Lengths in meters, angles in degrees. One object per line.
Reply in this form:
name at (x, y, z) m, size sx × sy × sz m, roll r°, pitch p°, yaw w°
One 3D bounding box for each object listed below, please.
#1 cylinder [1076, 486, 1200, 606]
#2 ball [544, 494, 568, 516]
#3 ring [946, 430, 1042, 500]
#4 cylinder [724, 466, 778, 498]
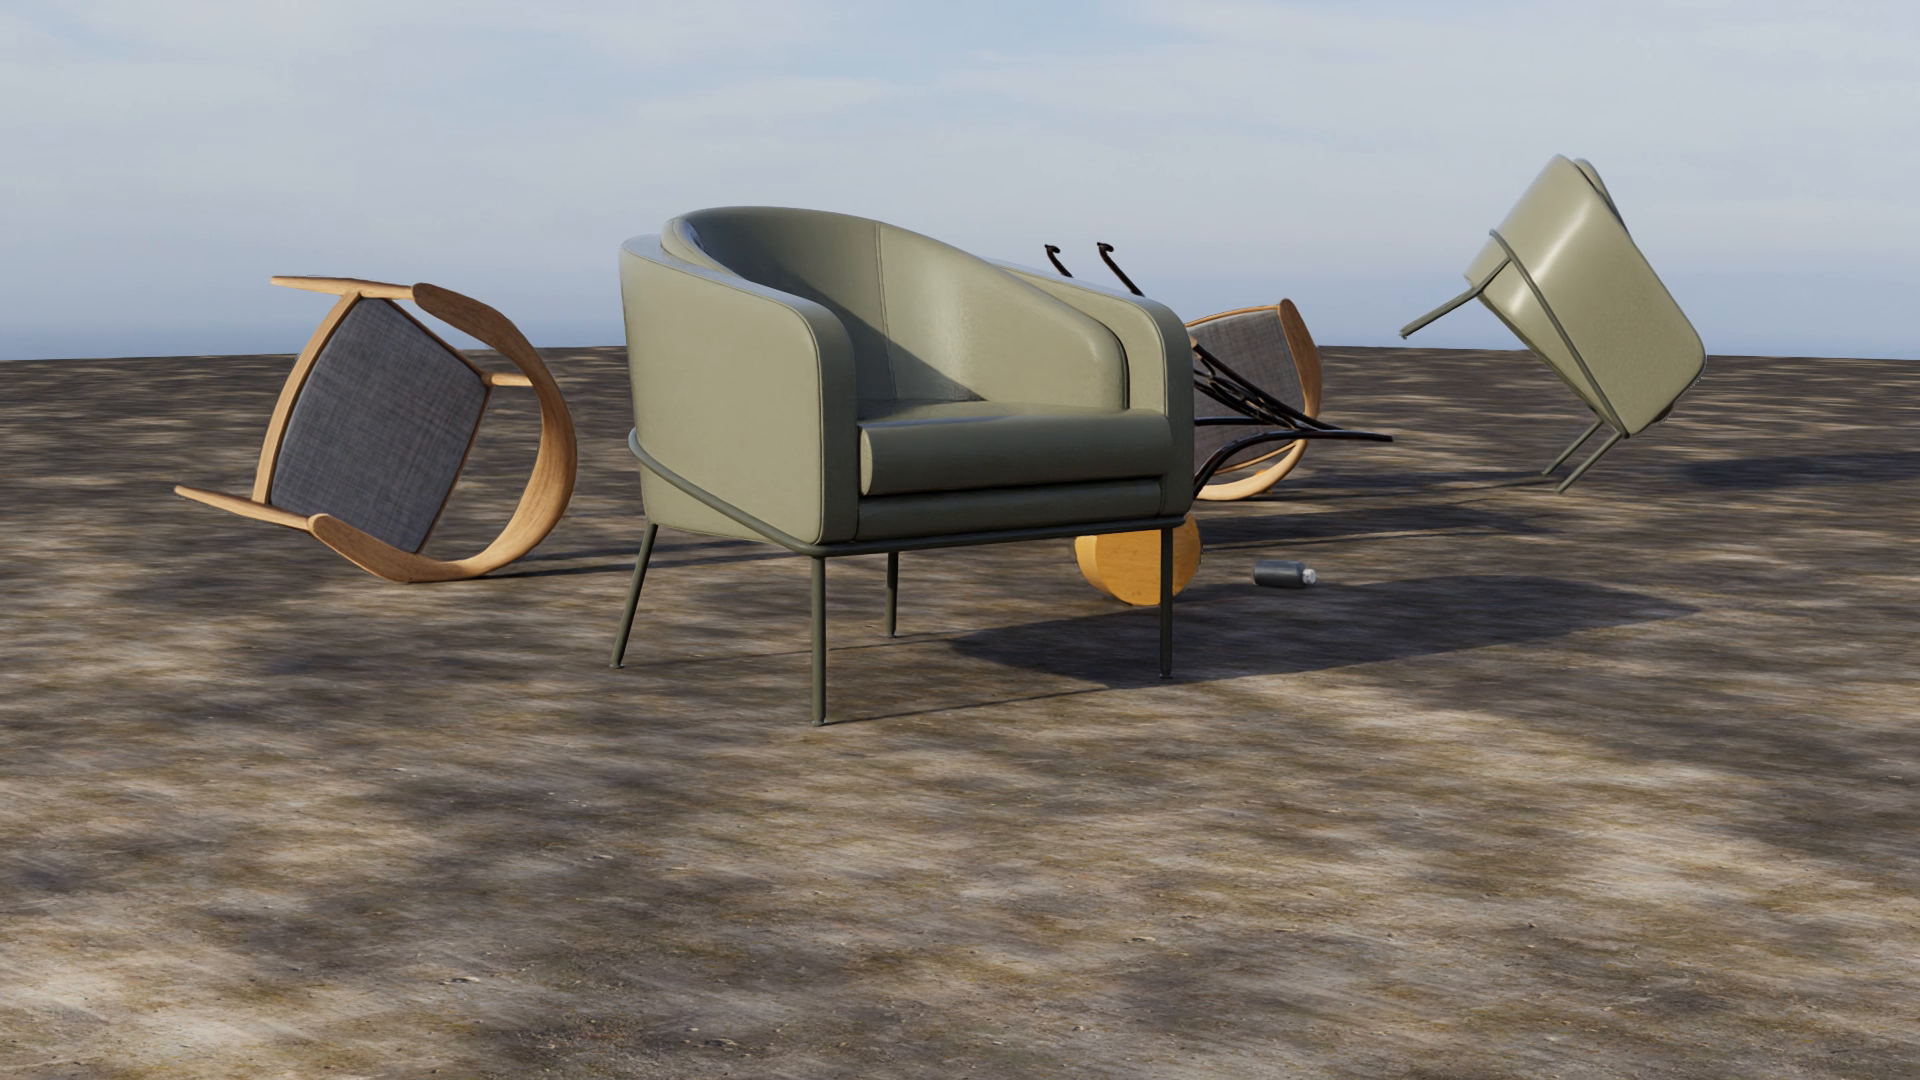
cylinder at (0.358, 0.012, 5.179) m, size 0.221 × 0.230 × 0.133 m, roll 9°, pitch 3°, yaw -15°
ball at (-1.104, -0.095, 7.023) m, size 0.063 × 0.063 × 0.063 m, roll 0°, pitch 6°, yaw 0°
ring at (0.098, -0.221, 7.539) m, size 0.322 × 0.072 × 0.234 m, roll 31°, pitch -27°, yaw -1°
cylinder at (-0.626, -0.175, 7.709) m, size 0.142 × 0.081 × 0.163 m, roll 9°, pitch 6°, yaw 1°
